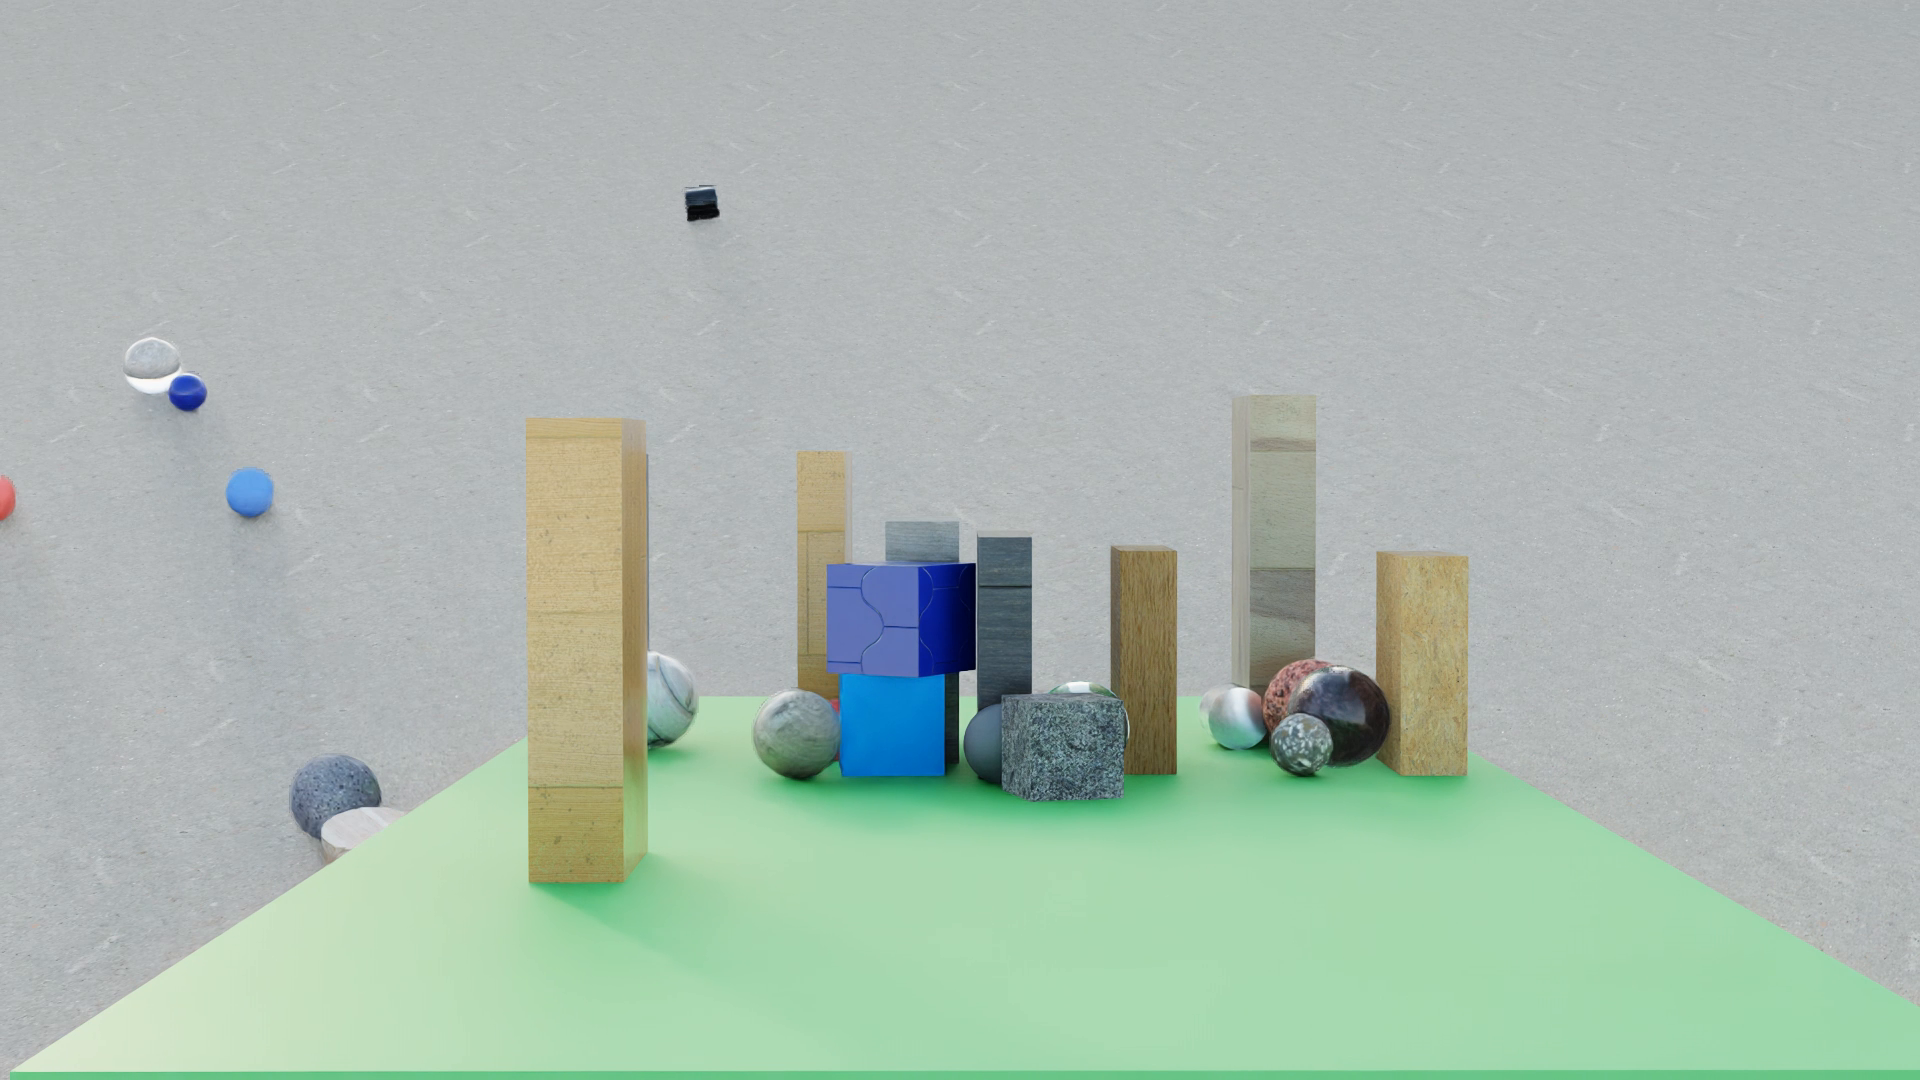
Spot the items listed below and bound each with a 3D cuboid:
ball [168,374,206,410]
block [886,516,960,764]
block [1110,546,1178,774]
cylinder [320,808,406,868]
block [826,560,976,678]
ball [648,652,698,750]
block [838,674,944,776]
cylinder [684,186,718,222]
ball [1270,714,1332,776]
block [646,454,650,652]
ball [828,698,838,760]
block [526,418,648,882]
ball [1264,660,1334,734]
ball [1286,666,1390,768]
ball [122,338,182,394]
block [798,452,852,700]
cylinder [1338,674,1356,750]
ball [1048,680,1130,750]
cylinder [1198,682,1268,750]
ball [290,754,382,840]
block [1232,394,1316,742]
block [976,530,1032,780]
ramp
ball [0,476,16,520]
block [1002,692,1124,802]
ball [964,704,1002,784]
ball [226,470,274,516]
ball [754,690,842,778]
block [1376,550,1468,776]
[{"bbox_3d":[-2.564,-0.491,8.551,0.125,0.125,0.125,0,25,0],"label":"ball"},{"bbox_3d":[-0.075,0.196,5.329,0.146,0.480,0.434,0,2,0],"label":"block"},{"bbox_3d":[0.361,0.230,5.091,0.108,0.428,0.318,0,2,0],"label":"block"},{"bbox_3d":[-1.314,0.728,5.742,0.197,0.197,0.197,0,22,0],"label":"cylinder"},{"bbox_3d":[-0.112,0.149,4.967,0.208,0.208,0.208,1,2,32],"label":"block"},{"bbox_3d":[-0.648,0.334,5.371,0.204,0.204,0.204,0,25,0],"label":"ball"},{"bbox_3d":[-0.135,0.349,5.012,0.195,0.195,0.195,0,2,-5],"label":"block"},{"bbox_3d":[-1.045,-1.359,10.420,0.125,0.125,0.125,-8,26,-7],"label":"cylinder"},{"bbox_3d":[0.653,0.391,4.920,0.118,0.118,0.118,0,25,0],"label":"ball"},{"bbox_3d":[-0.728,0.121,5.580,0.081,0.615,0.243,0,2,0],"label":"block"},{"bbox_3d":[-0.243,0.381,5.164,0.124,0.124,0.124,0,25,0],"label":"ball"},{"bbox_3d":[-0.549,0.153,3.819,0.136,0.664,0.292,0,2,0],"label":"block"},{"bbox_3d":[0.716,0.341,5.241,0.197,0.197,0.197,0,25,0],"label":"ball"},{"bbox_3d":[0.740,0.345,5.044,0.200,0.200,0.200,0,25,0],"label":"ball"},{"bbox_3d":[-2.720,-0.586,8.676,0.191,0.191,0.191,0,25,0],"label":"ball"},{"bbox_3d":[-0.281,0.124,5.410,0.096,0.620,0.385,0,2,0],"label":"block"},{"bbox_3d":[0.755,0.359,5.410,0.149,0.149,0.149,0,2,0],"label":"cylinder"},{"bbox_3d":[0.228,0.358,4.887,0.185,0.185,0.185,0,25,0],"label":"ball"},{"bbox_3d":[0.575,0.369,5.416,0.129,0.129,0.129,-2,2,-4],"label":"cylinder"},{"bbox_3d":[-1.469,0.608,6.066,0.207,0.207,0.207,0,25,0],"label":"ball"},{"bbox_3d":[0.685,0.056,5.655,0.140,0.739,0.361,0,2,0],"label":"block"},{"bbox_3d":[0.085,0.216,5.071,0.101,0.457,0.421,0,2,0],"label":"block"},{"bbox_3d":[0.056,0.512,4.553,2.000,0.100,4.000,0,2,0],"label":"ramp"},{"bbox_3d":[-2.909,-0.125,7.732,0.144,0.144,0.144,0,25,0],"label":"ball"},{"bbox_3d":[0.184,0.371,4.650,0.174,0.174,0.174,-1,2,-16],"label":"block"},{"bbox_3d":[0.081,0.379,4.790,0.151,0.151,0.151,0,25,0],"label":"ball"},{"bbox_3d":[-2.141,-0.141,7.772,0.141,0.141,0.141,0,25,0],"label":"ball"},{"bbox_3d":[-0.307,0.367,4.875,0.168,0.168,0.168,0,25,0],"label":"ball"},{"bbox_3d":[0.904,0.236,5.056,0.128,0.418,0.290,0,2,0],"label":"block"}]
